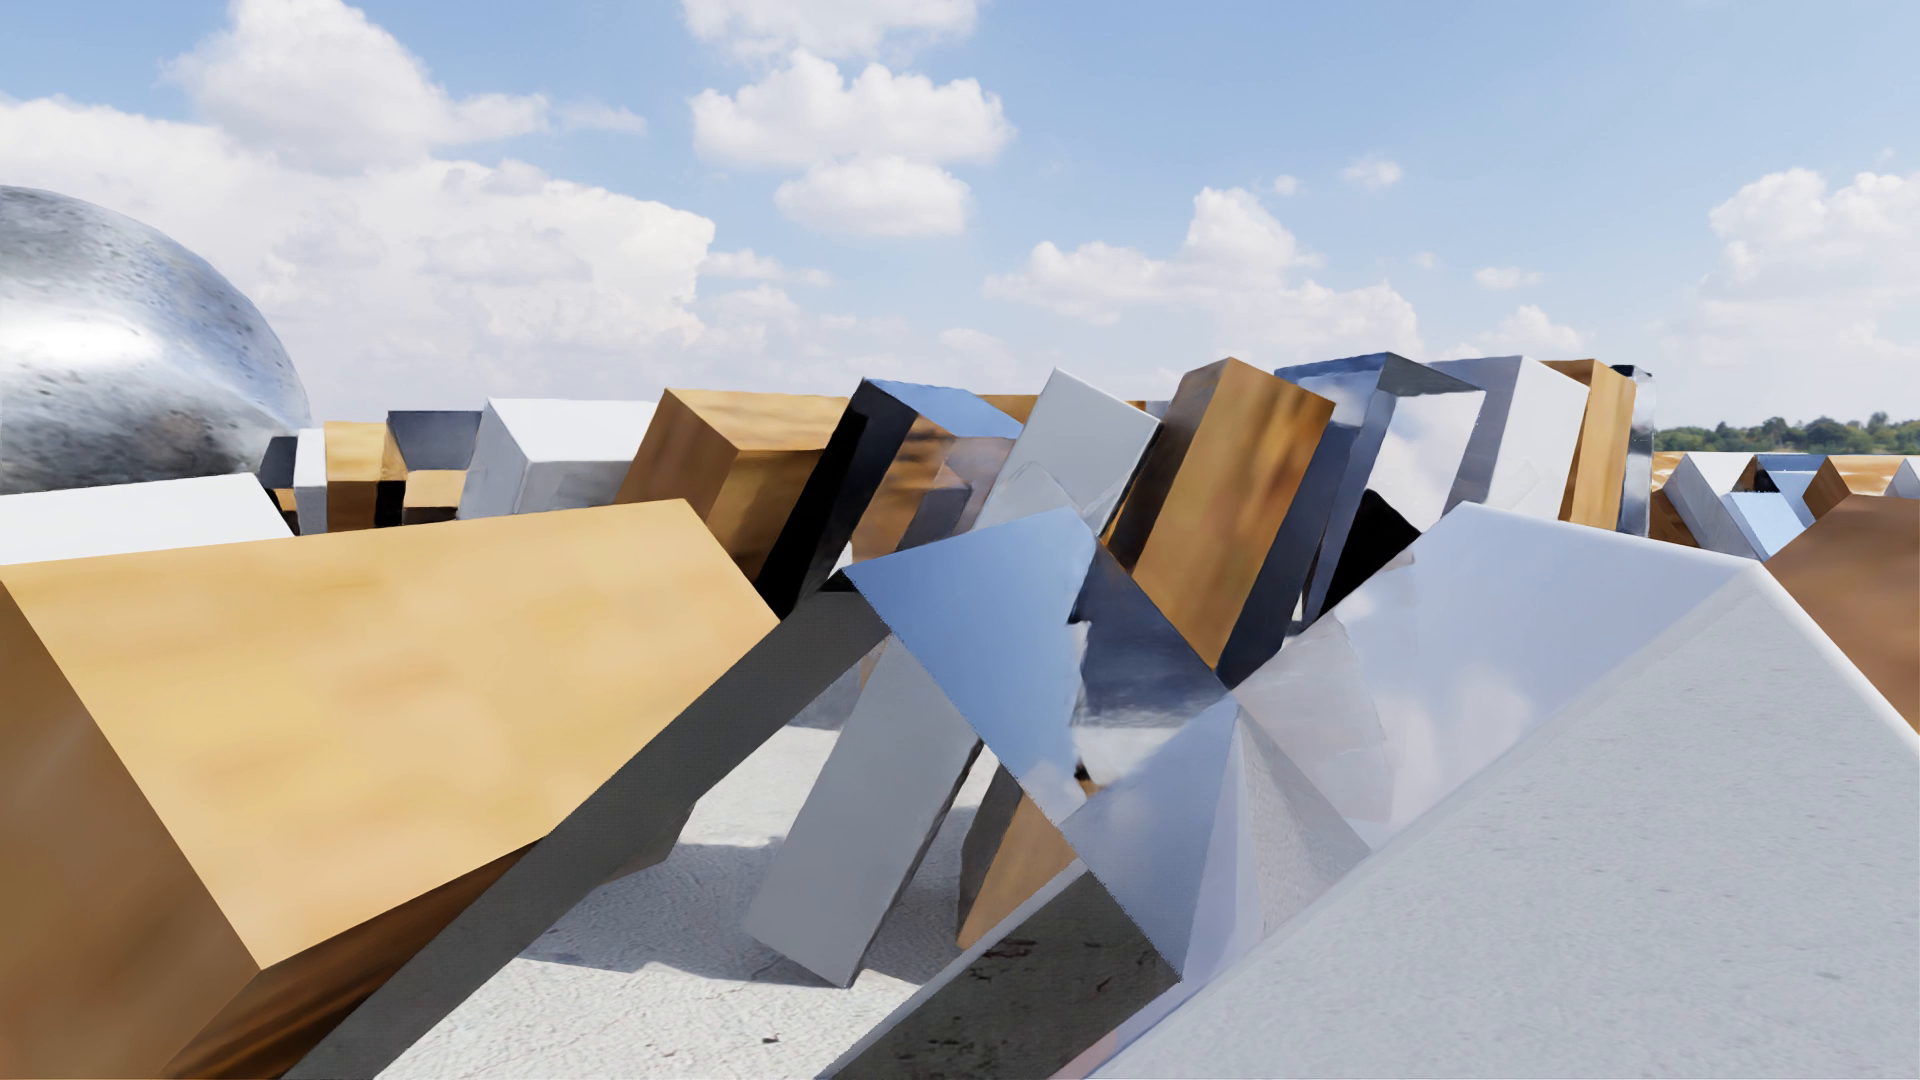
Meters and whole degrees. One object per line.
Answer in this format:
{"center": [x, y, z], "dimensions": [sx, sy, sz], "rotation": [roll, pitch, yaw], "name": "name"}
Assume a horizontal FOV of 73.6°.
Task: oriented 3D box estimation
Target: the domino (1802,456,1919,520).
{"center": [0.154, 0.008, 0.197], "dimensions": [0.025, 0.010, 0.050], "rotation": [0, 46, 2], "name": "domino"}

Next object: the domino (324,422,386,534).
{"center": [-0.060, 0.009, 0.151], "dimensions": [0.025, 0.050, 0.010], "rotation": [-2, 44, -27], "name": "domino"}

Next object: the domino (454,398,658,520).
{"center": [-0.040, 0.010, 0.130], "dimensions": [0.025, 0.050, 0.009], "rotation": [-4, 41, -44], "name": "domino"}

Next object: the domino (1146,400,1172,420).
{"center": [0.040, 0.000, 0.232], "dimensions": [0.010, 0.050, 0.025], "rotation": [1, 4, 17], "name": "domino"}

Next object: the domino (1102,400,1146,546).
{"center": [0.025, 0.000, 0.233], "dimensions": [0.010, 0.050, 0.025], "rotation": [-1, 4, -12], "name": "domino"}

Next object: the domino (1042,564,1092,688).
{"center": [0.011, 0.000, 0.228], "dimensions": [0.010, 0.050, 0.025], "rotation": [-3, 5, -38], "name": "domino"}

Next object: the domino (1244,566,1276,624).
{"center": [0.063, -0.001, 0.310], "dimensions": [0.050, 0.009, 0.025], "rotation": [47, 21, 17], "name": "domino"}

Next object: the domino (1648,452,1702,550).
{"center": [0.145, 0.004, 0.241], "dimensions": [0.025, 0.010, 0.050], "rotation": [0, 47, -13], "name": "domino"}

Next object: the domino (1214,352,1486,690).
{"center": [0.030, 0.008, 0.121], "dimensions": [0.010, 0.050, 0.025], "rotation": [19, 1, -9], "name": "domino"}

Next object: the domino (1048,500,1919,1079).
{"center": [0.001, 0.019, 0.040], "dimensions": [0.050, 0.010, 0.025], "rotation": [-42, -3, 10], "name": "domino"}

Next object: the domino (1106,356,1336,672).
{"center": [0.017, 0.009, 0.119], "dimensions": [0.009, 0.050, 0.025], "rotation": [24, 4, 0], "name": "domino"}

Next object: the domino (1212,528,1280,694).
{"center": [0.054, 0.001, 0.226], "dimensions": [0.010, 0.050, 0.025], "rotation": [3, 5, 32], "name": "domino"}

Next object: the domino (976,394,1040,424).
{"center": [0.000, 0.002, 0.201], "dimensions": [0.025, 0.050, 0.010], "rotation": [0, 4, 0], "name": "domino"}

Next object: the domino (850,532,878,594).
{"center": [-0.029, 0.000, 0.298], "dimensions": [0.050, 0.009, 0.025], "rotation": [44, -11, -16], "name": "domino"}

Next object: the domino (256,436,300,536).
{"center": [-0.076, 0.007, 0.178], "dimensions": [0.025, 0.050, 0.010], "rotation": [-1, 46, -8], "name": "domino"}

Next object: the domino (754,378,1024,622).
{"center": [-0.012, 0.010, 0.120], "dimensions": [0.009, 0.050, 0.025], "rotation": [33, 14, 15], "name": "domino"}

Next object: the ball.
{"center": [-0.140, -0.012, 0.191], "dimensions": [0.080, 0.080, 0.080], "rotation": [0, 4, 0], "name": "ball"}

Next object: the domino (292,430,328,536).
{"center": [-0.068, 0.008, 0.164], "dimensions": [0.025, 0.050, 0.009], "rotation": [-2, 45, -21], "name": "domino"}

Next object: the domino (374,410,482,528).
{"center": [-0.051, 0.009, 0.140], "dimensions": [0.025, 0.050, 0.009], "rotation": [-3, 42, -35], "name": "domino"}

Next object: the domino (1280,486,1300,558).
{"center": [0.066, 0.001, 0.215], "dimensions": [0.025, 0.050, 0.009], "rotation": [-3, 5, -38], "name": "domino"}

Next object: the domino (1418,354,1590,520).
{"center": [0.043, 0.008, 0.128], "dimensions": [0.009, 0.050, 0.025], "rotation": [17, -4, -26], "name": "domino"}

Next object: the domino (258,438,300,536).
{"center": [-0.080, 0.006, 0.192], "dimensions": [0.025, 0.050, 0.009], "rotation": [-1, 47, 3], "name": "domino"}

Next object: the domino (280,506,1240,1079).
{"center": [-0.014, 0.019, 0.041], "dimensions": [0.050, 0.009, 0.025], "rotation": [-42, -6, 14], "name": "domino"}

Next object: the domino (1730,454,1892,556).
{"center": [0.152, 0.006, 0.212], "dimensions": [0.025, 0.009, 0.050], "rotation": [0, 47, -3], "name": "domino"}

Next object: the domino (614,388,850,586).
{"center": [-0.026, 0.010, 0.124], "dimensions": [0.009, 0.050, 0.025], "rotation": [39, 22, 24], "name": "domino"}

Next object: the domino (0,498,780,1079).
{"center": [-0.029, 0.019, 0.043], "dimensions": [0.050, 0.009, 0.025], "rotation": [-42, -9, 18], "name": "domino"}

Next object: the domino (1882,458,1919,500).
{"center": [0.155, 0.009, 0.181], "dimensions": [0.025, 0.009, 0.050], "rotation": [1, 46, 8], "name": "domino"}

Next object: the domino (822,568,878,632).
{"center": [-0.042, 0.000, 0.290], "dimensions": [0.050, 0.009, 0.025], "rotation": [45, -17, -22], "name": "domino"}

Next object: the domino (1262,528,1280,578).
{"center": [0.077, -0.001, 0.304], "dimensions": [0.050, 0.009, 0.025], "rotation": [49, 26, 21], "name": "domino"}

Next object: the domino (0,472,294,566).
{"center": [-0.044, 0.018, 0.044], "dimensions": [0.050, 0.009, 0.025], "rotation": [-44, -12, 26], "name": "domino"}

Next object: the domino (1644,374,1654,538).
{"center": [0.070, 0.005, 0.158], "dimensions": [0.025, 0.050, 0.010], "rotation": [3, 0, 30], "name": "domino"}

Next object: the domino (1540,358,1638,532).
{"center": [0.054, 0.007, 0.137], "dimensions": [0.009, 0.050, 0.025], "rotation": [14, -5, -38], "name": "domino"}

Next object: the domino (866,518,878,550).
{"center": [-0.015, -0.001, 0.304], "dimensions": [0.050, 0.009, 0.025], "rotation": [43, -7, -14], "name": "domino"}

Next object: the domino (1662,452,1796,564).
{"center": [0.149, 0.005, 0.227], "dimensions": [0.025, 0.009, 0.050], "rotation": [0, 47, -7], "name": "domino"}

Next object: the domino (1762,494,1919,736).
{"center": [0.017, 0.019, 0.039], "dimensions": [0.050, 0.010, 0.025], "rotation": [-41, 0, 7], "name": "domino"}

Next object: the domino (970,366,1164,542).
{"center": [0.003, 0.009, 0.119], "dimensions": [0.010, 0.050, 0.025], "rotation": [28, 8, 7], "name": "domino"}

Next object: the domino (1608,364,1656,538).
{"center": [0.063, 0.006, 0.147], "dimensions": [0.025, 0.050, 0.009], "rotation": [4, -3, 41], "name": "domino"}
